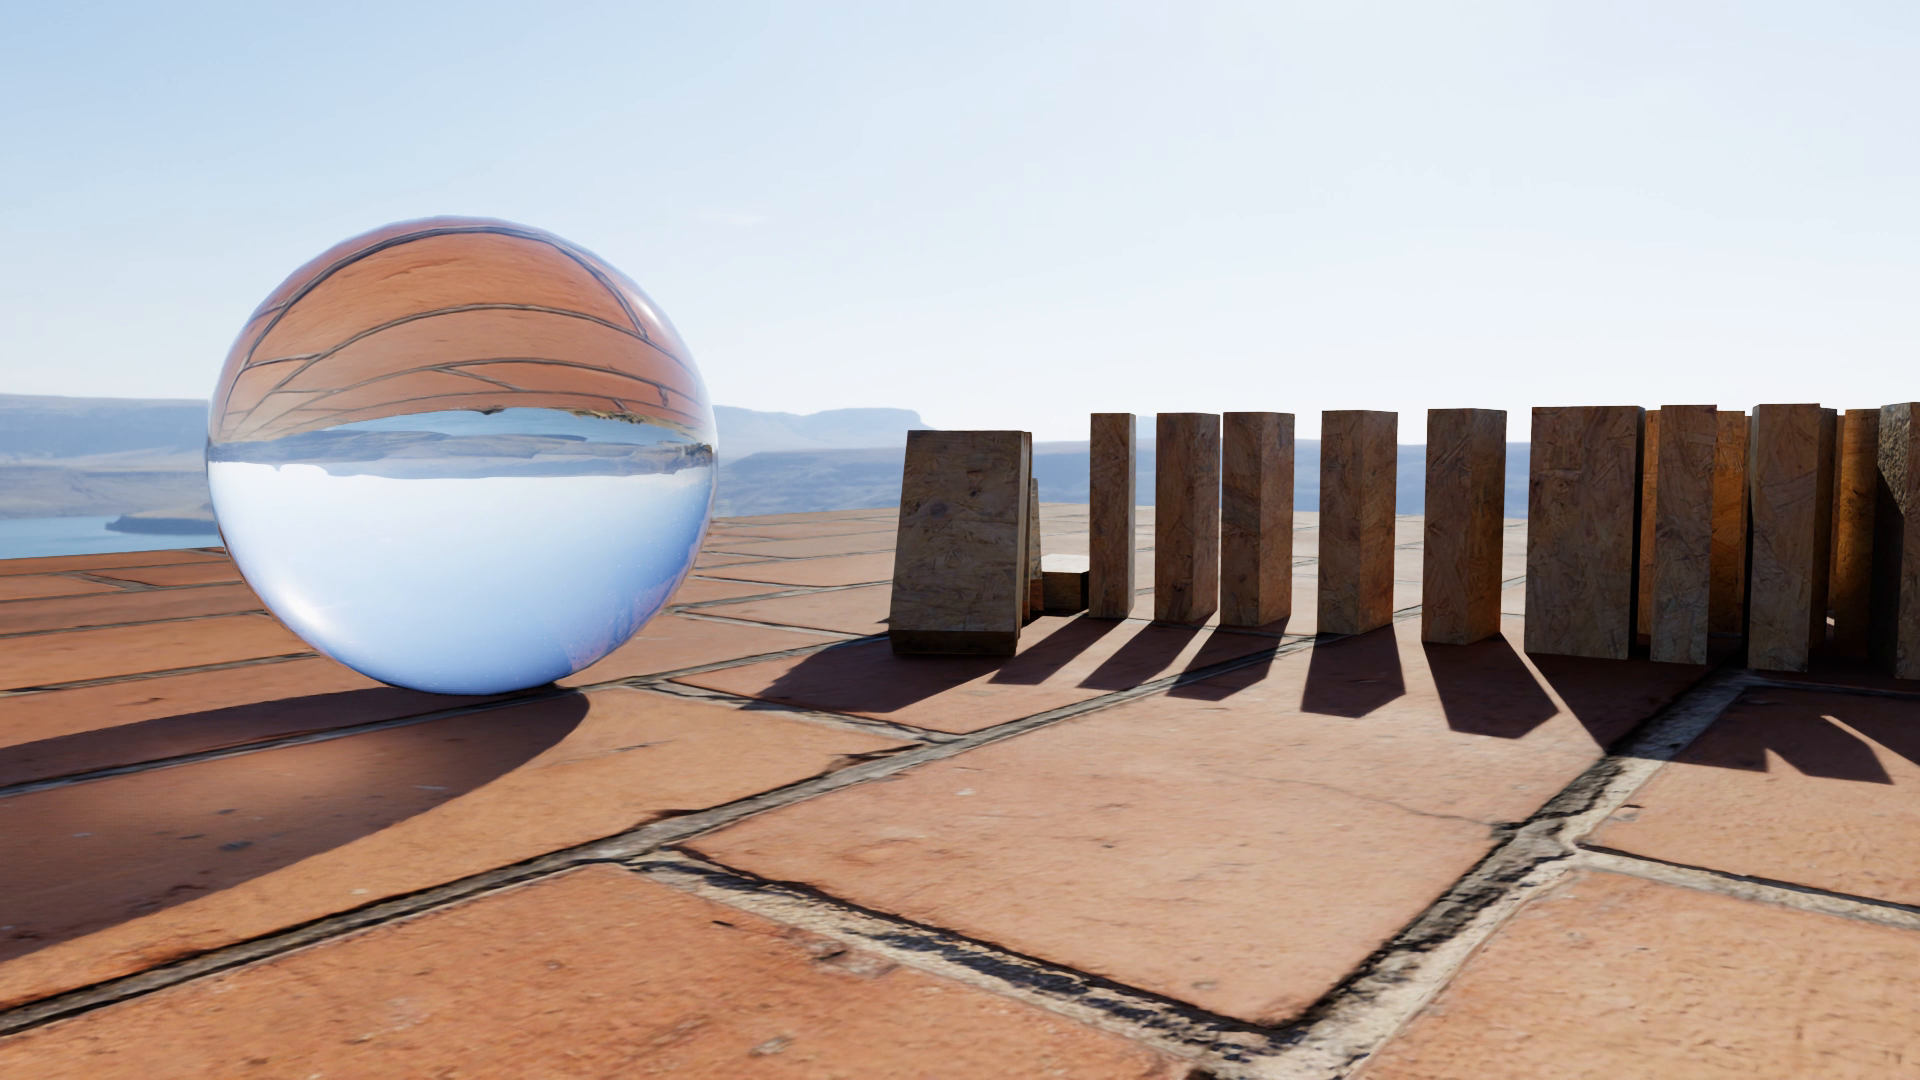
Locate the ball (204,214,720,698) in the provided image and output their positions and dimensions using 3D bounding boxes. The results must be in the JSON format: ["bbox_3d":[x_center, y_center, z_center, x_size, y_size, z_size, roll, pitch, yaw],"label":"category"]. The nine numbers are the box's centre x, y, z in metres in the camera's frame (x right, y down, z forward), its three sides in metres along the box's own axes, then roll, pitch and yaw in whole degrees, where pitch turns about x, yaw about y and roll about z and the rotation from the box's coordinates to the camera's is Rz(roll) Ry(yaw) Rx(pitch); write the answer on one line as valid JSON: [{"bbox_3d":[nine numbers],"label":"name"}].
[{"bbox_3d":[-0.081,-0.014,0.217,0.080,0.080,0.080,0,4,0],"label":"ball"}]

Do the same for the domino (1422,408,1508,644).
[{"bbox_3d":[0.111,-0.004,0.282,0.009,0.050,0.025,3,5,38],"label":"domino"}]

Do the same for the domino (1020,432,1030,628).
[{"bbox_3d":[0.003,-0.003,0.306,0.025,0.050,0.009,1,-33,6],"label":"domino"}]

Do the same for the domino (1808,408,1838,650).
[{"bbox_3d":[0.176,-0.003,0.271,0.009,0.050,0.025,4,6,43],"label":"domino"}]

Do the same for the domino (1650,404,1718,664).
[{"bbox_3d":[0.146,-0.002,0.259,0.009,0.050,0.025,2,5,29],"label":"domino"}]

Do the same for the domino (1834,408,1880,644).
[{"bbox_3d":[0.199,-0.003,0.269,0.009,0.050,0.025,-1,4,-11],"label":"domino"}]

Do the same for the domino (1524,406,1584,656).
[{"bbox_3d":[0.126,-0.003,0.269,0.009,0.050,0.025,3,5,30],"label":"domino"}]

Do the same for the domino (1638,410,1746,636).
[{"bbox_3d":[0.164,-0.004,0.292,0.025,0.050,0.009,-2,5,-21],"label":"domino"}]

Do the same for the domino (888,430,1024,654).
[{"bbox_3d":[0.000,0.000,0.270,0.025,0.050,0.009,0,-33,5],"label":"domino"}]

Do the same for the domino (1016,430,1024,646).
[{"bbox_3d":[0.001,-0.001,0.282,0.025,0.050,0.010,0,-33,5],"label":"domino"}]

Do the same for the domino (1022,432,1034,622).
[{"bbox_3d":[0.005,-0.004,0.318,0.025,0.050,0.009,0,-33,5],"label":"domino"}]

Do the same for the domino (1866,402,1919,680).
[{"bbox_3d":[0.180,0.000,0.241,0.010,0.050,0.025,2,5,25],"label":"domino"}]

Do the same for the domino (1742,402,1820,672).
[{"bbox_3d":[0.160,-0.001,0.251,0.009,0.050,0.025,2,5,29],"label":"domino"}]

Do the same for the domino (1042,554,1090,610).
[{"bbox_3d":[0.029,0.011,0.357,0.025,0.009,0.050,2,5,23],"label":"domino"}]

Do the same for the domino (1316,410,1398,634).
[{"bbox_3d":[0.092,-0.005,0.297,0.009,0.050,0.025,3,5,35],"label":"domino"}]

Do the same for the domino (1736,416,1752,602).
[{"bbox_3d":[0.214,-0.009,0.354,0.009,0.050,0.025,0,4,3],"label":"domino"}]

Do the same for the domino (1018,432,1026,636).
[{"bbox_3d":[0.002,-0.002,0.294,0.025,0.050,0.009,0,-33,5],"label":"domino"}]

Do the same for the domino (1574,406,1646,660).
[{"bbox_3d":[0.134,-0.002,0.264,0.009,0.050,0.025,3,5,31],"label":"domino"}]

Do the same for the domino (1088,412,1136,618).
[{"bbox_3d":[0.039,-0.007,0.325,0.010,0.050,0.025,1,4,12],"label":"domino"}]

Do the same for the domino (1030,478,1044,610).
[{"bbox_3d":[0.009,0.001,0.338,0.025,0.009,0.050,-3,32,4],"label":"domino"}]

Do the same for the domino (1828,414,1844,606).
[{"bbox_3d":[0.232,-0.008,0.347,0.010,0.050,0.025,3,5,34],"label":"domino"}]

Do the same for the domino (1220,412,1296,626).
[{"bbox_3d":[0.072,-0.006,0.310,0.010,0.050,0.025,3,5,32],"label":"domino"}]

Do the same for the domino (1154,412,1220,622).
[{"bbox_3d":[0.057,-0.006,0.319,0.010,0.050,0.025,2,5,25],"label":"domino"}]
